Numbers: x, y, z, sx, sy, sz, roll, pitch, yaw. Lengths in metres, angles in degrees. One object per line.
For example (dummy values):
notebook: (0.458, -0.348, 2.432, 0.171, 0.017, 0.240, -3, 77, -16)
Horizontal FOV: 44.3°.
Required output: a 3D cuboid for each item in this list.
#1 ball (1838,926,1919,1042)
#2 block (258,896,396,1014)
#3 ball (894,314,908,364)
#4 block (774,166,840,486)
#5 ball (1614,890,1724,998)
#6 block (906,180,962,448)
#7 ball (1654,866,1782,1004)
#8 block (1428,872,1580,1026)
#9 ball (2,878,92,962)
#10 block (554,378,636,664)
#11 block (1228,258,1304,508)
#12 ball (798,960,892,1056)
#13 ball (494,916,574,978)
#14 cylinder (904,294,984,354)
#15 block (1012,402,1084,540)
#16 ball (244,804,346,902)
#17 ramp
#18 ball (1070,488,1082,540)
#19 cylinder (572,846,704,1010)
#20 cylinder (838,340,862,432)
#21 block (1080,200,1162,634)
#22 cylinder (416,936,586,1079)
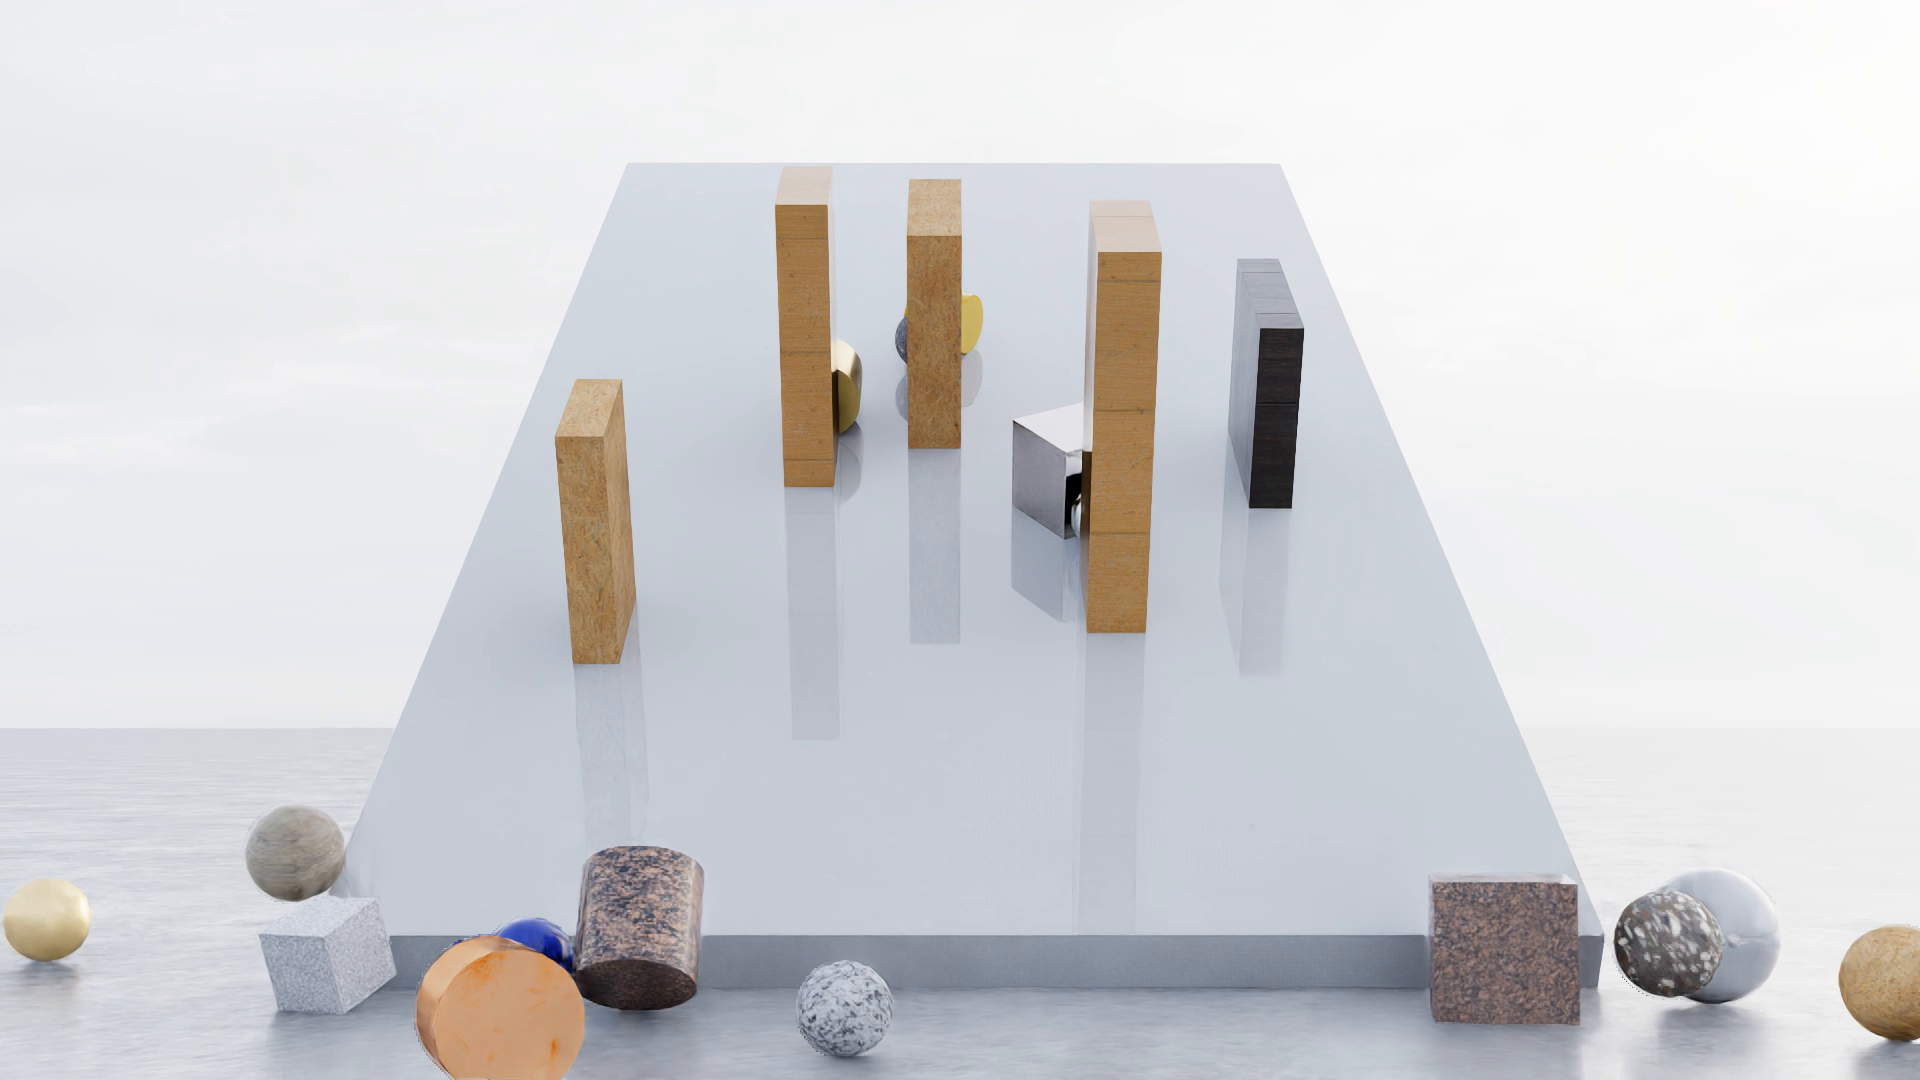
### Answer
ball: (1.228, 0.579, 3.084, 0.149, 0.149, 0.149, 0, -4, 0)
block: (-0.913, 0.599, 3.412, 0.122, 0.122, 0.122, -2, 17, 27)
ball: (-0.082, -0.484, 5.695, 0.151, 0.151, 0.151, 0, -4, 0)
block: (-0.327, -0.459, 5.093, 0.108, 0.638, 0.264, 0, 26, 0)
ball: (1.001, 0.571, 3.335, 0.150, 0.150, 0.150, 0, -4, 0)
block: (-0.057, -0.519, 5.370, 0.119, 0.501, 0.401, 0, 26, 0)
ball: (1.109, 0.584, 3.487, 0.201, 0.201, 0.201, 0, -4, 0)
block: (0.765, 0.575, 3.333, 0.194, 0.194, 0.194, -1, -4, 9)
ball: (-1.584, 0.659, 4.096, 0.144, 0.144, 0.144, 0, -4, 0)
block: (-0.680, -0.036, 4.428, 0.087, 0.464, 0.269, 0, 26, 0)
block: (0.661, -0.346, 5.126, 0.091, 0.410, 0.427, 0, 26, 0)
ball: (-0.142, 0.583, 2.935, 0.118, 0.118, 0.118, 0, -4, 0)
ball: (-0.629, 0.616, 3.450, 0.130, 0.130, 0.130, 0, -4, 0)
cylinder: (-0.041, -0.545, 5.827, 0.146, 0.146, 0.146, 14, 2, 24)
block: (0.247, -0.150, 4.964, 0.199, 0.199, 0.199, -15, 30, -28)
ball: (-1.054, 0.496, 3.741, 0.154, 0.154, 0.154, 0, -4, 0)
ramp: (-0.010, -0.228, 5.461, 2.000, 0.100, 4.000, 0, 26, 0)
ball: (0.299, -0.051, 4.821, 0.148, 0.148, 0.148, 0, -4, 0)
cylinder: (-0.458, 0.555, 3.371, 0.176, 0.176, 0.176, 0, -35, 0)
cylinder: (-0.314, -0.350, 5.393, 0.178, 0.178, 0.178, 0, 26, 0)
block: (0.300, -0.231, 4.485, 0.114, 0.768, 0.294, 0, 26, 0)
cylinder: (-0.521, 0.538, 2.667, 0.165, 0.165, 0.165, 2, -5, -20)
